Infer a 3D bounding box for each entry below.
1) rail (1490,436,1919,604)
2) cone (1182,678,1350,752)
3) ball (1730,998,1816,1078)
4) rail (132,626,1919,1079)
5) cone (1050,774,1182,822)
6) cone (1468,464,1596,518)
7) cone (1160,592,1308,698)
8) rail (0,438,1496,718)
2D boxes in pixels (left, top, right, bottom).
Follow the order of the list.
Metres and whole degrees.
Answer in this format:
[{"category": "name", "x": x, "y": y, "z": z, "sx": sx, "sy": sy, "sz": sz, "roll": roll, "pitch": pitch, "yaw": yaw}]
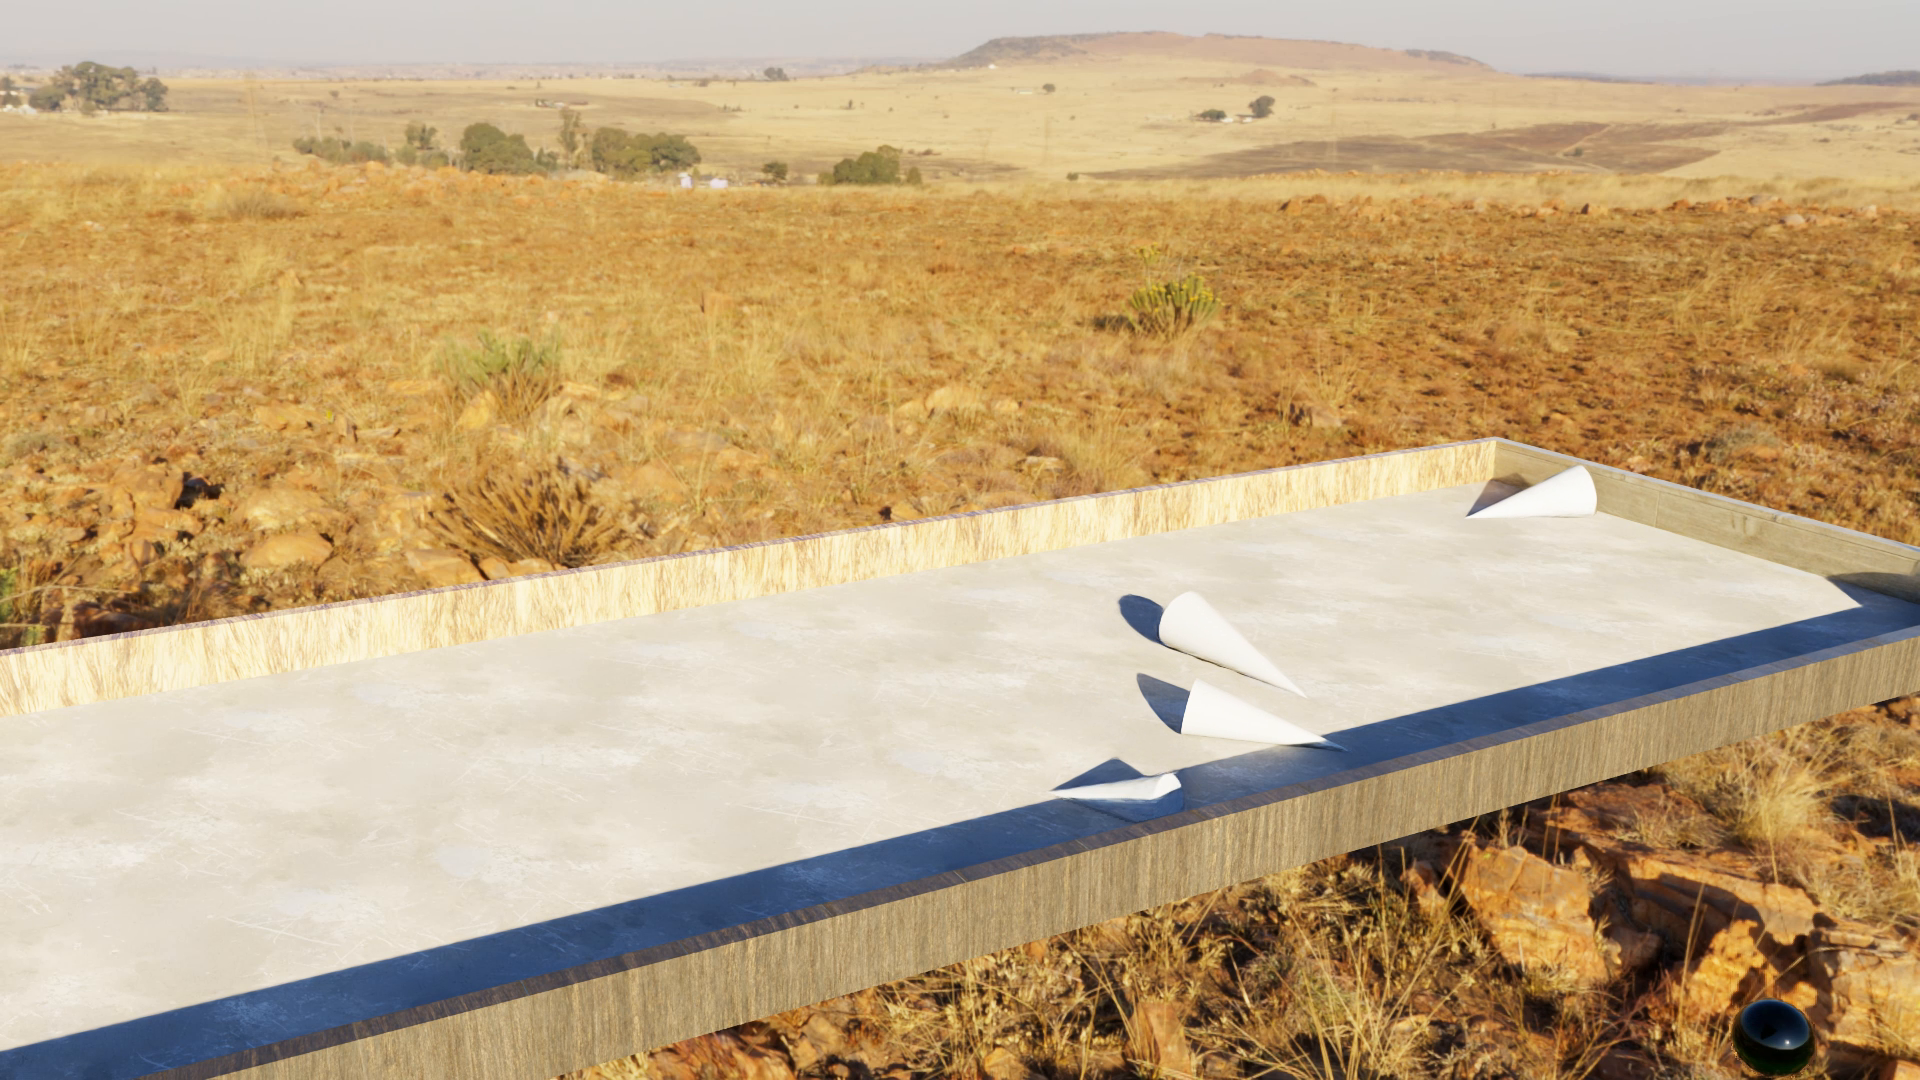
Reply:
[{"category": "rail", "x": 2.466, "y": -0.048, "z": 5.253, "sx": 0.050, "sy": 0.150, "sz": 2.100, "roll": -9, "pitch": 18, "yaw": -27}, {"category": "cone", "x": 0.710, "y": 0.432, "z": 3.768, "sx": 0.384, "sy": 0.133, "sz": 0.133, "roll": 15, "pitch": 20, "yaw": 14}, {"category": "ball", "x": 3.654, "y": 2.235, "z": 7.414, "sx": 0.342, "sy": 0.342, "sz": 0.342, "roll": 0, "pitch": 16, "yaw": 0}, {"category": "rail", "x": -2.336, "y": 1.006, "z": 1.665, "sx": 12.000, "sy": 0.150, "sz": 0.050, "roll": -9, "pitch": 18, "yaw": -27}, {"category": "cone", "x": 0.302, "y": 0.535, "z": 3.433, "sx": 0.300, "sy": 0.117, "sz": 0.117, "roll": -1, "pitch": 12, "yaw": 38}, {"category": "cone", "x": 1.919, "y": -0.122, "z": 5.613, "sx": 0.425, "sy": 0.179, "sz": 0.179, "roll": -13, "pitch": 17, "yaw": -3}, {"category": "cone", "x": 0.720, "y": 0.299, "z": 4.197, "sx": 0.159, "sy": 0.159, "sz": 0.457, "roll": -12, "pitch": 30, "yaw": -35}, {"category": "rail", "x": -3.305, "y": 0.497, "z": 3.399, "sx": 12.000, "sy": 0.150, "sz": 0.050, "roll": -9, "pitch": 18, "yaw": -27}]
